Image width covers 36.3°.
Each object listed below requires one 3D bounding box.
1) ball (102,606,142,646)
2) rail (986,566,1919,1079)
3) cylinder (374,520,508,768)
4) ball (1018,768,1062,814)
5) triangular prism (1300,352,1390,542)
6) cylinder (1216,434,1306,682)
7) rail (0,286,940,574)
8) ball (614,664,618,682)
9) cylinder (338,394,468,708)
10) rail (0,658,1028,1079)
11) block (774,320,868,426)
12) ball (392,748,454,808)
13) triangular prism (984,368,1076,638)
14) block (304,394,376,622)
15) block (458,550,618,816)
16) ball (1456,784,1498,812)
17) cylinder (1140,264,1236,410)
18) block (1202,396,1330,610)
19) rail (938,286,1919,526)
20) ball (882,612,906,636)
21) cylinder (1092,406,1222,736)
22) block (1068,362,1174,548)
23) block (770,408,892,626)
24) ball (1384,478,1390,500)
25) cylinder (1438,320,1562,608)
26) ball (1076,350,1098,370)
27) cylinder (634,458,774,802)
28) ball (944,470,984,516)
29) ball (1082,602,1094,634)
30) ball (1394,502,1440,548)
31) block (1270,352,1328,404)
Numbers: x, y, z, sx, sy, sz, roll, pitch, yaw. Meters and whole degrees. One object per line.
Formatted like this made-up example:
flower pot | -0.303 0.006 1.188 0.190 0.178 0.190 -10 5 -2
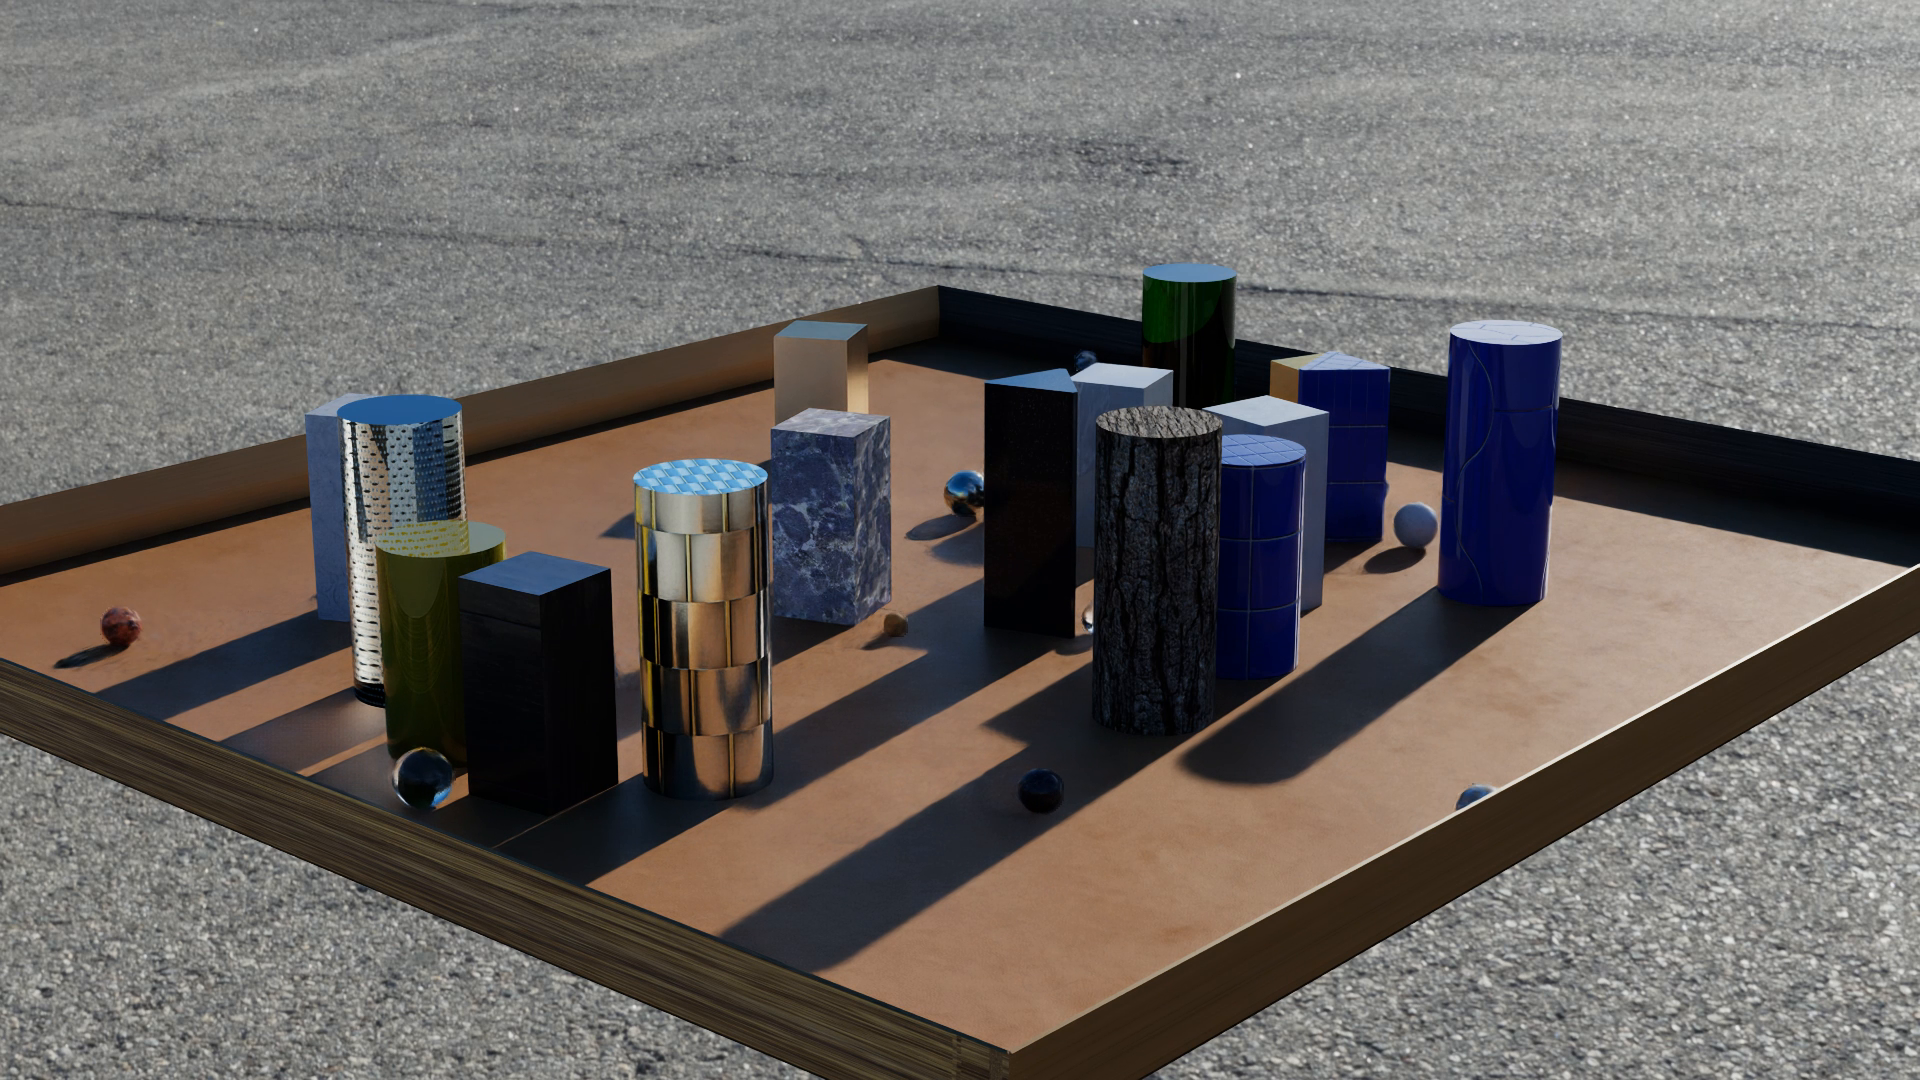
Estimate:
ball | -1.389 0.142 4.858 0.065 0.065 0.065 0 17 0
rail | 1.011 0.285 4.280 0.045 0.124 2.977 14 22 39
cylinder | -0.765 0.154 4.368 0.190 0.326 0.190 0 17 0
ball | 0.114 0.355 4.155 0.064 0.064 0.064 0 17 0
triangular prism | 0.698 -0.175 5.453 0.165 0.328 0.143 -1 17 -3
cylinder | 0.457 0.027 4.732 0.190 0.358 0.190 0 17 0
rail | -1.011 -0.223 5.961 0.045 0.124 2.977 14 22 39
ball | -0.572 0.210 4.648 0.057 0.057 0.057 0 17 0
cylinder | -0.865 0.018 4.590 0.190 0.458 0.190 0 17 0
rail | -0.960 0.351 4.062 2.725 0.124 0.045 14 22 39
block | -0.280 -0.293 5.941 0.152 0.271 0.152 4 17 13
ball | -0.764 0.338 4.170 0.087 0.087 0.087 0 17 0
triangular prism | 0.144 -0.067 4.931 0.165 0.423 0.143 8 18 24
block | -0.999 -0.053 4.993 0.152 0.360 0.152 5 17 16
block | -0.602 0.203 4.199 0.152 0.328 0.152 11 20 32
ball | 0.725 0.376 4.063 0.076 0.076 0.076 0 17 0
cylinder | 0.464 -0.359 5.974 0.190 0.379 0.190 0 17 0
block | 0.519 -0.056 5.030 0.152 0.344 0.152 -13 21 -36
rail | 0.960 -0.289 6.180 2.725 0.124 0.045 14 22 39
ball | -0.109 0.141 4.904 0.040 0.040 0.040 0 17 0
cylinder | 0.300 0.046 4.476 0.190 0.469 0.190 0 17 0
block | 0.292 -0.153 5.408 0.152 0.311 0.152 7 18 23
block | -0.218 -0.041 5.005 0.152 0.330 0.152 7 18 22
ball | 0.796 -0.101 5.658 0.067 0.067 0.067 0 17 0
cylinder | 0.934 -0.133 5.081 0.190 0.464 0.190 0 17 0
ball | 0.291 -0.410 6.710 0.051 0.051 0.051 0 17 0
cylinder | -0.368 0.128 4.226 0.190 0.457 0.190 0 17 0
ball | 0.014 -0.090 5.584 0.089 0.089 0.089 0 17 0
ball | 0.233 0.131 4.907 0.058 0.058 0.058 0 17 0
ball | 0.838 -0.027 5.382 0.085 0.085 0.085 0 17 0
block | 0.707 -0.216 5.705 0.152 0.260 0.152 -9 19 -28
